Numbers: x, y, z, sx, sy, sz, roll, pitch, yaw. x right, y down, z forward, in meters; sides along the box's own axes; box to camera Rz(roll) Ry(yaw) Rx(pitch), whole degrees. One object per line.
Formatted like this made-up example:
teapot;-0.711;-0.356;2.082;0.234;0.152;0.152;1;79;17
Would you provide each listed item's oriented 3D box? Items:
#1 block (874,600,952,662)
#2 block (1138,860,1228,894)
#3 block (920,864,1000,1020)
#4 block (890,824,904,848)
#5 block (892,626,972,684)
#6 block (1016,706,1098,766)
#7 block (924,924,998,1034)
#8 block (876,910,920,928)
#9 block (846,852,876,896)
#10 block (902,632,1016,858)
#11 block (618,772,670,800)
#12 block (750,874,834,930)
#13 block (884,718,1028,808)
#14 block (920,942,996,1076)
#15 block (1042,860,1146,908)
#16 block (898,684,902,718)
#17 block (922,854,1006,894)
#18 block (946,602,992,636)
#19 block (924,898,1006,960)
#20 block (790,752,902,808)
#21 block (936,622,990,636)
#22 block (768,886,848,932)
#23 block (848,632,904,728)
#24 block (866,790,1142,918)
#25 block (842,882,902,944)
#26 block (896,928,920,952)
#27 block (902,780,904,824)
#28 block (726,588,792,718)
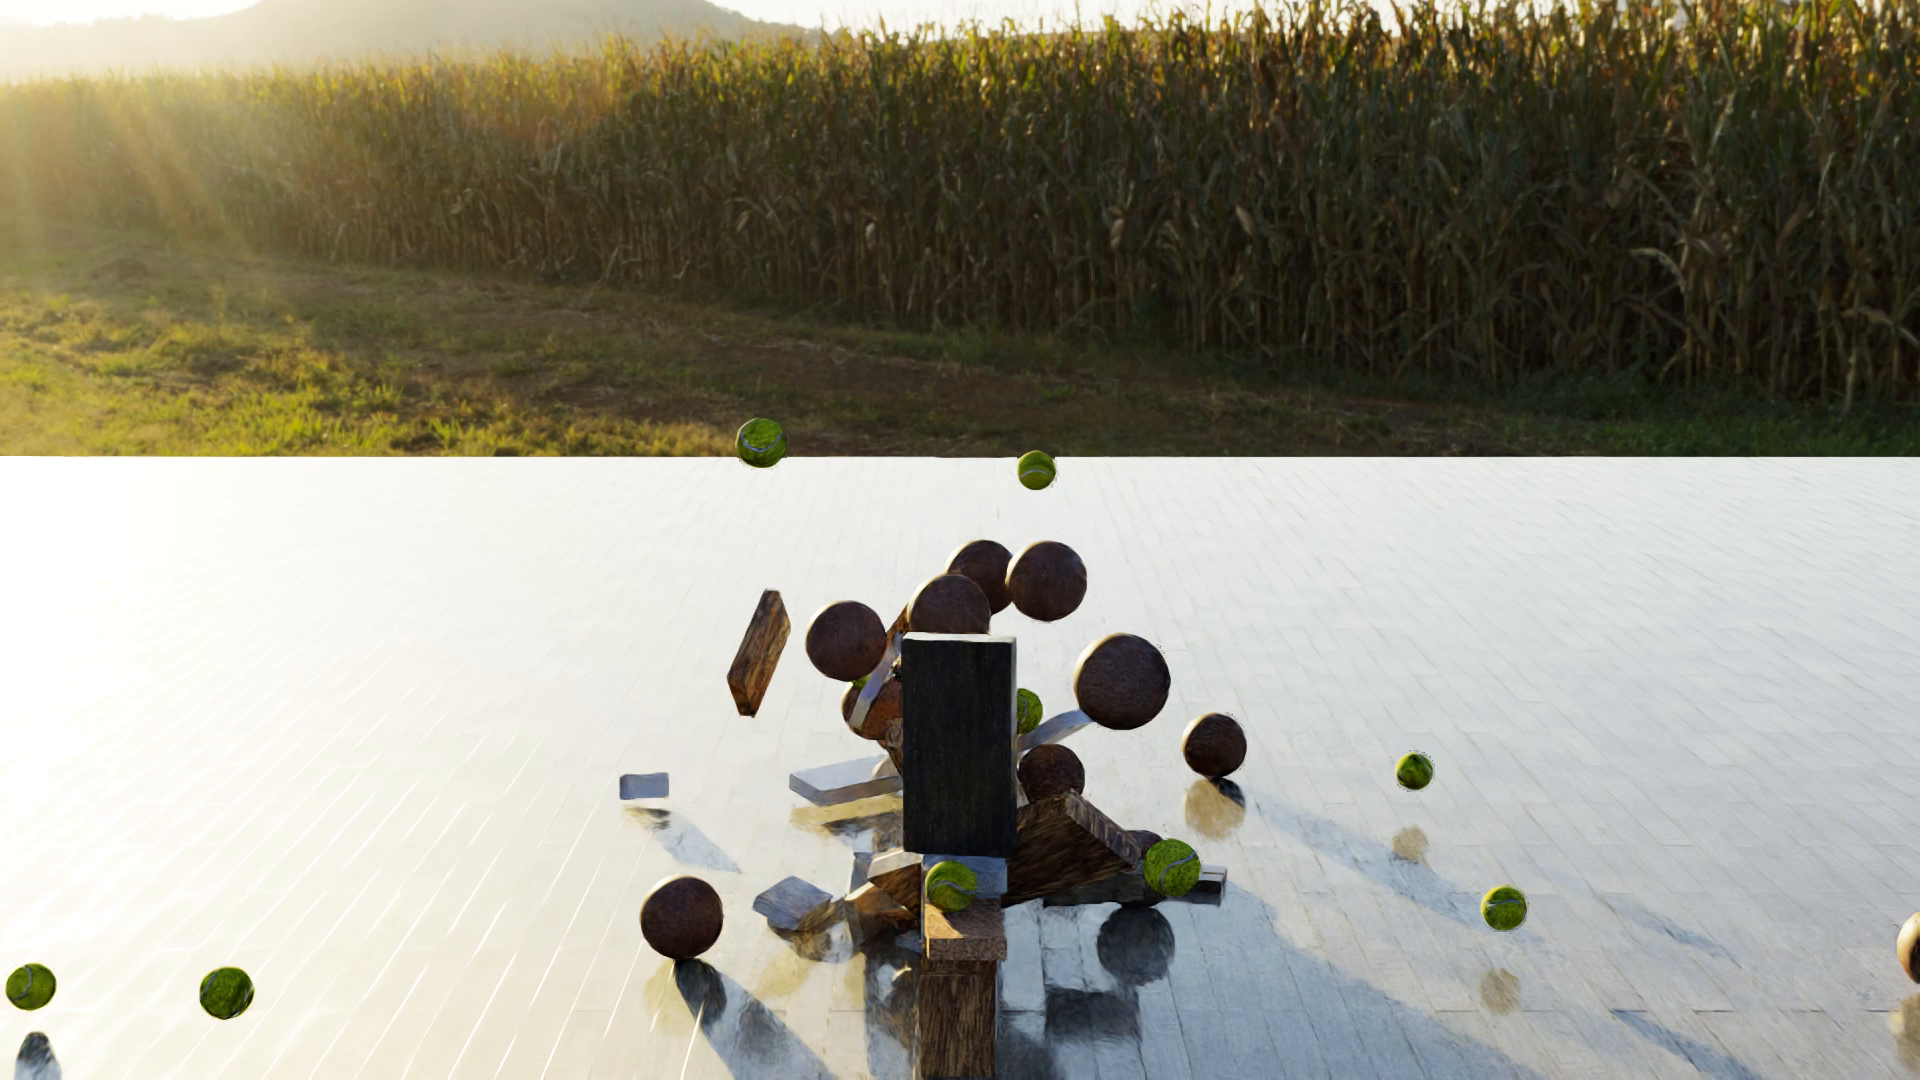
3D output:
block;-0.078;0.150;3.656;0.077;0.022;0.154;-3;-31;-29
block;0.370;0.569;3.722;0.154;0.022;0.077;3;11;15
block;0.001;0.573;3.132;0.113;0.227;0.032;0;17;0
block;-0.042;0.518;3.546;0.078;0.156;0.022;-39;-24;13
block;-0.041;0.184;3.559;0.102;0.029;0.203;-16;6;10
block;0.119;0.396;4.176;0.308;0.029;0.103;-33;-16;37
block;0.002;0.609;3.039;0.100;0.201;0.028;0;37;0
block;-0.076;0.602;3.487;0.107;0.015;0.054;10;0;-42
block;-0.111;0.553;3.615;0.143;0.072;0.020;5;17;-16
block;0.000;0.283;3.039;0.152;0.303;0.043;1;9;11
block;-0.598;0.467;4.167;0.094;0.047;0.013;-4;-13;0
block;-0.264;0.572;3.476;0.078;0.022;0.156;24;11;14
block;0.000;0.346;3.211;0.152;0.043;0.303;-1;-31;13
block;-0.003;0.626;2.926;0.100;0.201;0.028;0;26;0
block;0.205;0.532;3.395;0.156;0.078;0.022;-4;49;-2
block;-0.009;0.234;3.690;0.160;0.045;0.320;1;11;3
block;0.003;0.448;3.082;0.113;0.032;0.227;0;7;-2
block;0.004;0.291;4.341;0.117;0.340;0.033;1;10;7
block;0.006;0.514;2.910;0.100;0.028;0.201;0;6;-2
block;-0.195;0.456;4.197;0.233;0.033;0.117;-8;17;-33
block;0.003;0.231;3.905;0.103;0.206;0.029;0;40;4
block;-0.246;0.598;3.570;0.072;0.020;0.143;5;12;25
block;-0.133;0.229;3.586;0.022;0.077;0.154;27;47;4
block;0.060;0.485;3.305;0.440;0.152;0.043;-25;34;42
block;-0.137;0.584;3.498;0.020;0.072;0.143;-11;5;25
block;-0.045;0.625;3.411;0.054;0.015;0.107;-9;9;-41
block;-0.012;0.430;3.649;0.160;0.320;0.045;-2;15;-13
block;-0.351;0.197;3.850;0.029;0.103;0.206;5;48;17
